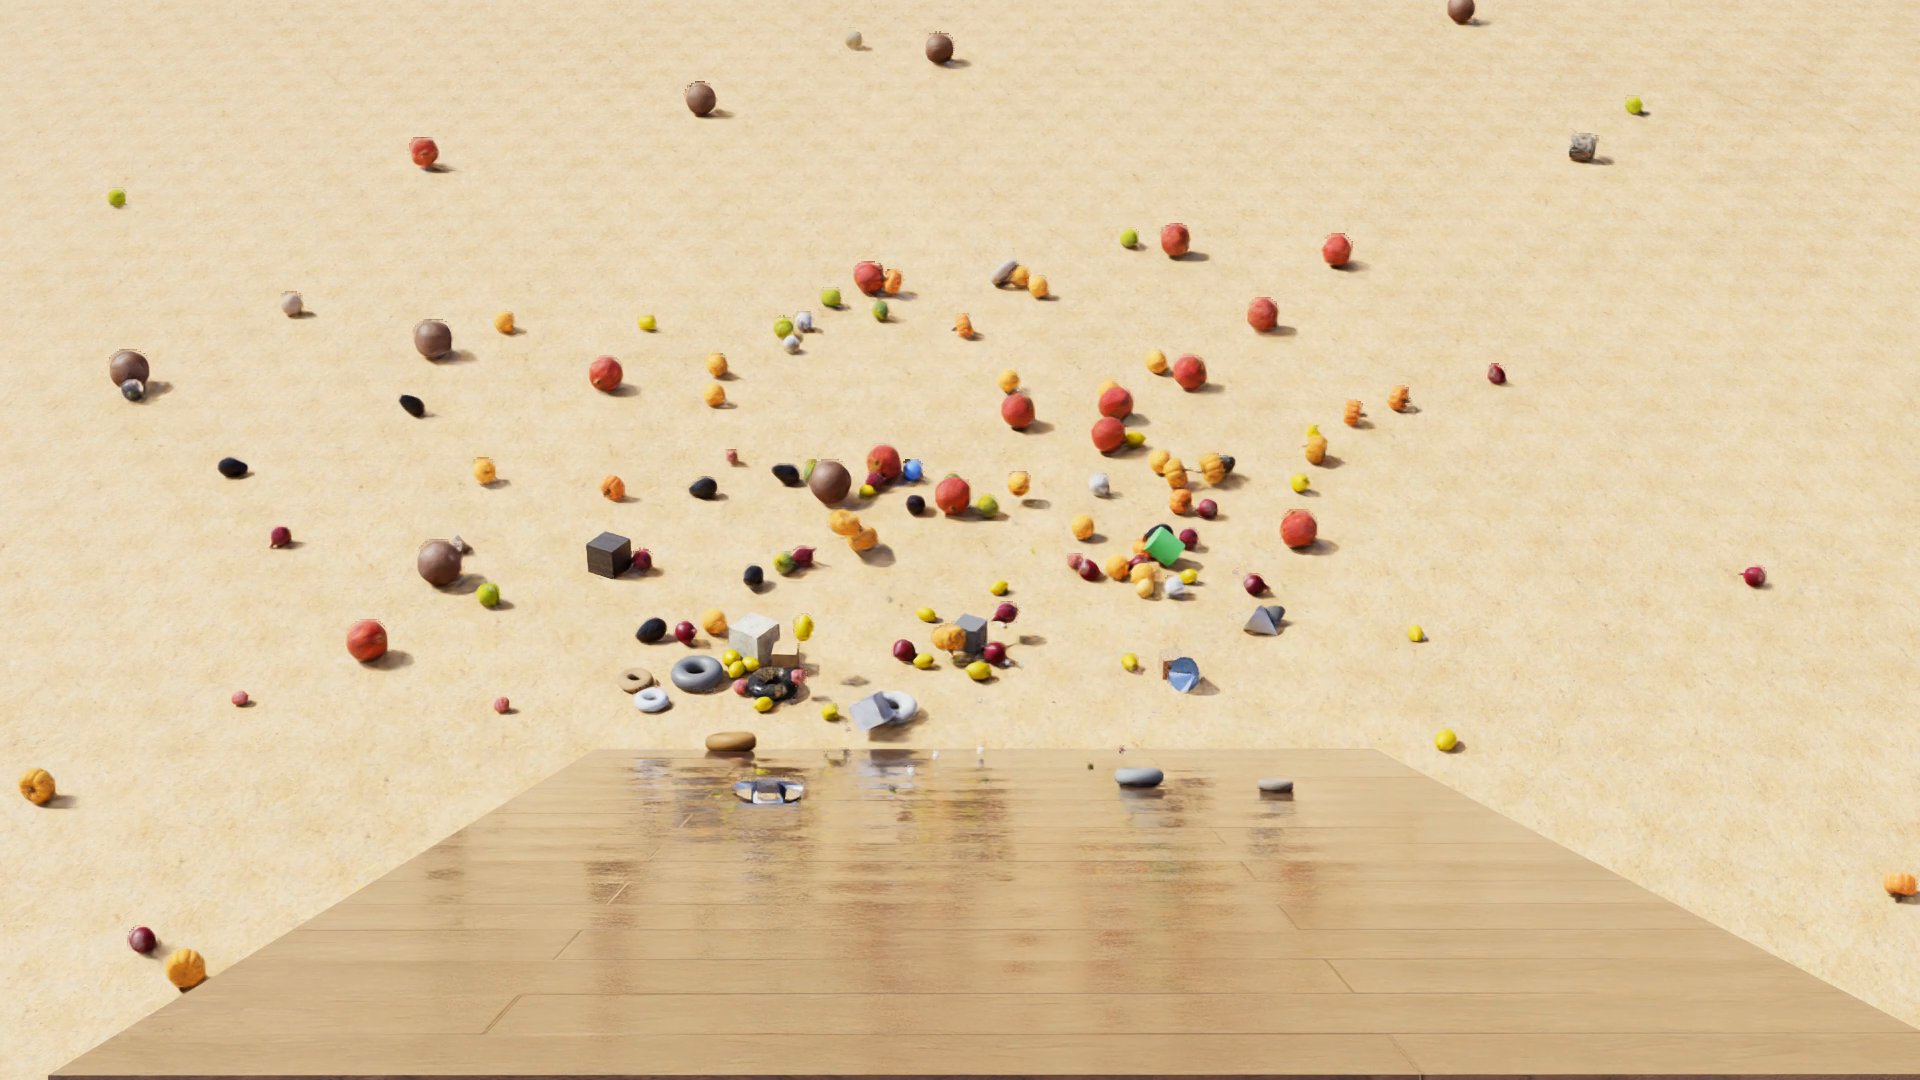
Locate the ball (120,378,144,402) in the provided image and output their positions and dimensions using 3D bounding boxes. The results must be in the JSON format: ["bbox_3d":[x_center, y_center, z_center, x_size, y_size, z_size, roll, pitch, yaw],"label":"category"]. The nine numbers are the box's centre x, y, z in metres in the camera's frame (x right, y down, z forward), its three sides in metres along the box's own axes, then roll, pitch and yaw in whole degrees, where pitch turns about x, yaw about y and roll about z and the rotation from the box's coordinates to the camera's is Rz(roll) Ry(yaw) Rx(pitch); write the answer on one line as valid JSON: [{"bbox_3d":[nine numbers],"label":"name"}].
[{"bbox_3d":[-2.742,-0.497,8.568,0.075,0.075,0.075,0,30,0],"label":"ball"}]

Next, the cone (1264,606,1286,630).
[{"bbox_3d":[0.890,0.232,7.328,0.067,0.067,0.067,0,56,0],"label":"cone"}]

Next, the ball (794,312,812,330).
[{"bbox_3d":[-0.547,-0.763,9.051,0.063,0.063,0.063,0,30,0],"label":"ball"}]

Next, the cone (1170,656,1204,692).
[{"bbox_3d":[0.640,0.369,7.071,0.097,0.097,0.097,27,10,38],"label":"cone"}]

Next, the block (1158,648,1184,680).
[{"bbox_3d":[0.581,0.340,7.104,0.061,0.061,0.061,-4,30,-7],"label":"block"}]

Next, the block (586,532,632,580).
[{"bbox_3d":[-1.030,0.045,7.593,0.093,0.093,0.093,16,33,26],"label":"block"}]

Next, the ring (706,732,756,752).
[{"bbox_3d":[-0.585,0.515,6.605,0.130,0.043,0.130,-1,1,0],"label":"ring"}]

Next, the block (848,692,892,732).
[{"bbox_3d":[-0.236,0.455,6.840,0.075,0.075,0.075,-24,1,20],"label":"block"}]

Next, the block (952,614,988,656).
[{"bbox_3d":[0.028,0.264,7.224,0.076,0.076,0.076,14,33,23],"label":"block"}]

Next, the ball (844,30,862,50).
[{"bbox_3d":[-0.480,-2.256,11.664,0.084,0.084,0.084,0,30,0],"label":"ball"}]

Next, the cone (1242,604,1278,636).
[{"bbox_3d":[0.861,0.243,7.297,0.090,0.090,0.090,38,39,9],"label":"cone"}]

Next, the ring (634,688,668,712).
[{"bbox_3d":[-0.833,0.432,6.973,0.094,0.031,0.094,-1,31,0],"label":"ring"}]

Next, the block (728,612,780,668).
[{"bbox_3d":[-0.569,0.277,7.176,0.099,0.099,0.099,19,35,30],"label":"block"}]

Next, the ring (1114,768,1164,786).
[{"bbox_3d":[0.394,0.520,5.693,0.109,0.036,0.109,0,-1,0],"label":"ring"}]

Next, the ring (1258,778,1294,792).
[{"bbox_3d":[0.679,0.526,5.551,0.075,0.025,0.075,-1,0,0],"label":"ring"}]

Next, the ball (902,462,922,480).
[{"bbox_3d":[-0.148,-0.216,8.085,0.062,0.062,0.062,0,30,0],"label":"ball"}]

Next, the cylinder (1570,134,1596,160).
[{"bbox_3d":[2.519,-1.590,10.460,0.093,0.093,0.093,10,31,16],"label":"cylinder"}]

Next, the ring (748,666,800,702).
[{"bbox_3d":[-0.507,0.392,7.027,0.143,0.048,0.143,-1,30,1],"label":"ring"}]

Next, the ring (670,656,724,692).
[{"bbox_3d":[-0.719,0.364,7.076,0.145,0.048,0.145,-1,30,1],"label":"ring"}]

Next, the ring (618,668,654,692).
[{"bbox_3d":[-0.886,0.382,7.060,0.098,0.033,0.098,1,29,-1],"label":"ring"}]

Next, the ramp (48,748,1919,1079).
[{"bbox_3d":[0.066,0.591,4.644,2.000,0.100,4.000,0,0,0],"label":"ramp"}]

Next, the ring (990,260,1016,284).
[{"bbox_3d":[0.157,-0.971,9.384,0.112,0.112,0.037,-30,77,-41],"label":"ring"}]

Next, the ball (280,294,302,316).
[{"bbox_3d":[-2.367,-0.834,9.161,0.078,0.078,0.078,0,30,0],"label":"ball"}]

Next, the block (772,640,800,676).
[{"bbox_3d":[-0.480,0.325,7.124,0.068,0.068,0.068,2,30,3],"label":"block"}]

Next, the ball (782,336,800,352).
[{"bbox_3d":[-0.581,-0.674,8.896,0.059,0.059,0.059,0,30,0],"label":"ball"}]

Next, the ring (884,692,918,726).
[{"bbox_3d":[-0.176,0.451,6.926,0.131,0.044,0.131,-1,30,1],"label":"ring"}]

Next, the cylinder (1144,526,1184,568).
[{"bbox_3d":[0.601,0.020,7.610,0.086,0.086,0.086,37,32,-7],"label":"cylinder"}]

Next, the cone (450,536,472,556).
[{"bbox_3d":[-1.477,0.020,7.706,0.058,0.058,0.058,8,16,-47],"label":"cone"}]

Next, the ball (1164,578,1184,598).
[{"bbox_3d":[0.619,0.137,7.465,0.060,0.060,0.060,0,30,0],"label":"ball"}]

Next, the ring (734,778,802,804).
[{"bbox_3d":[-0.395,0.516,5.328,0.143,0.048,0.143,1,-1,0],"label":"ring"}]

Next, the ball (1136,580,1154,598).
[{"bbox_3d":[0.534,0.140,7.468,0.051,0.051,0.051,0,30,0],"label":"ball"}]

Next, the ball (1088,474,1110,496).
[{"bbox_3d":[0.432,-0.171,8.000,0.067,0.067,0.067,0,30,0],"label":"ball"}]
